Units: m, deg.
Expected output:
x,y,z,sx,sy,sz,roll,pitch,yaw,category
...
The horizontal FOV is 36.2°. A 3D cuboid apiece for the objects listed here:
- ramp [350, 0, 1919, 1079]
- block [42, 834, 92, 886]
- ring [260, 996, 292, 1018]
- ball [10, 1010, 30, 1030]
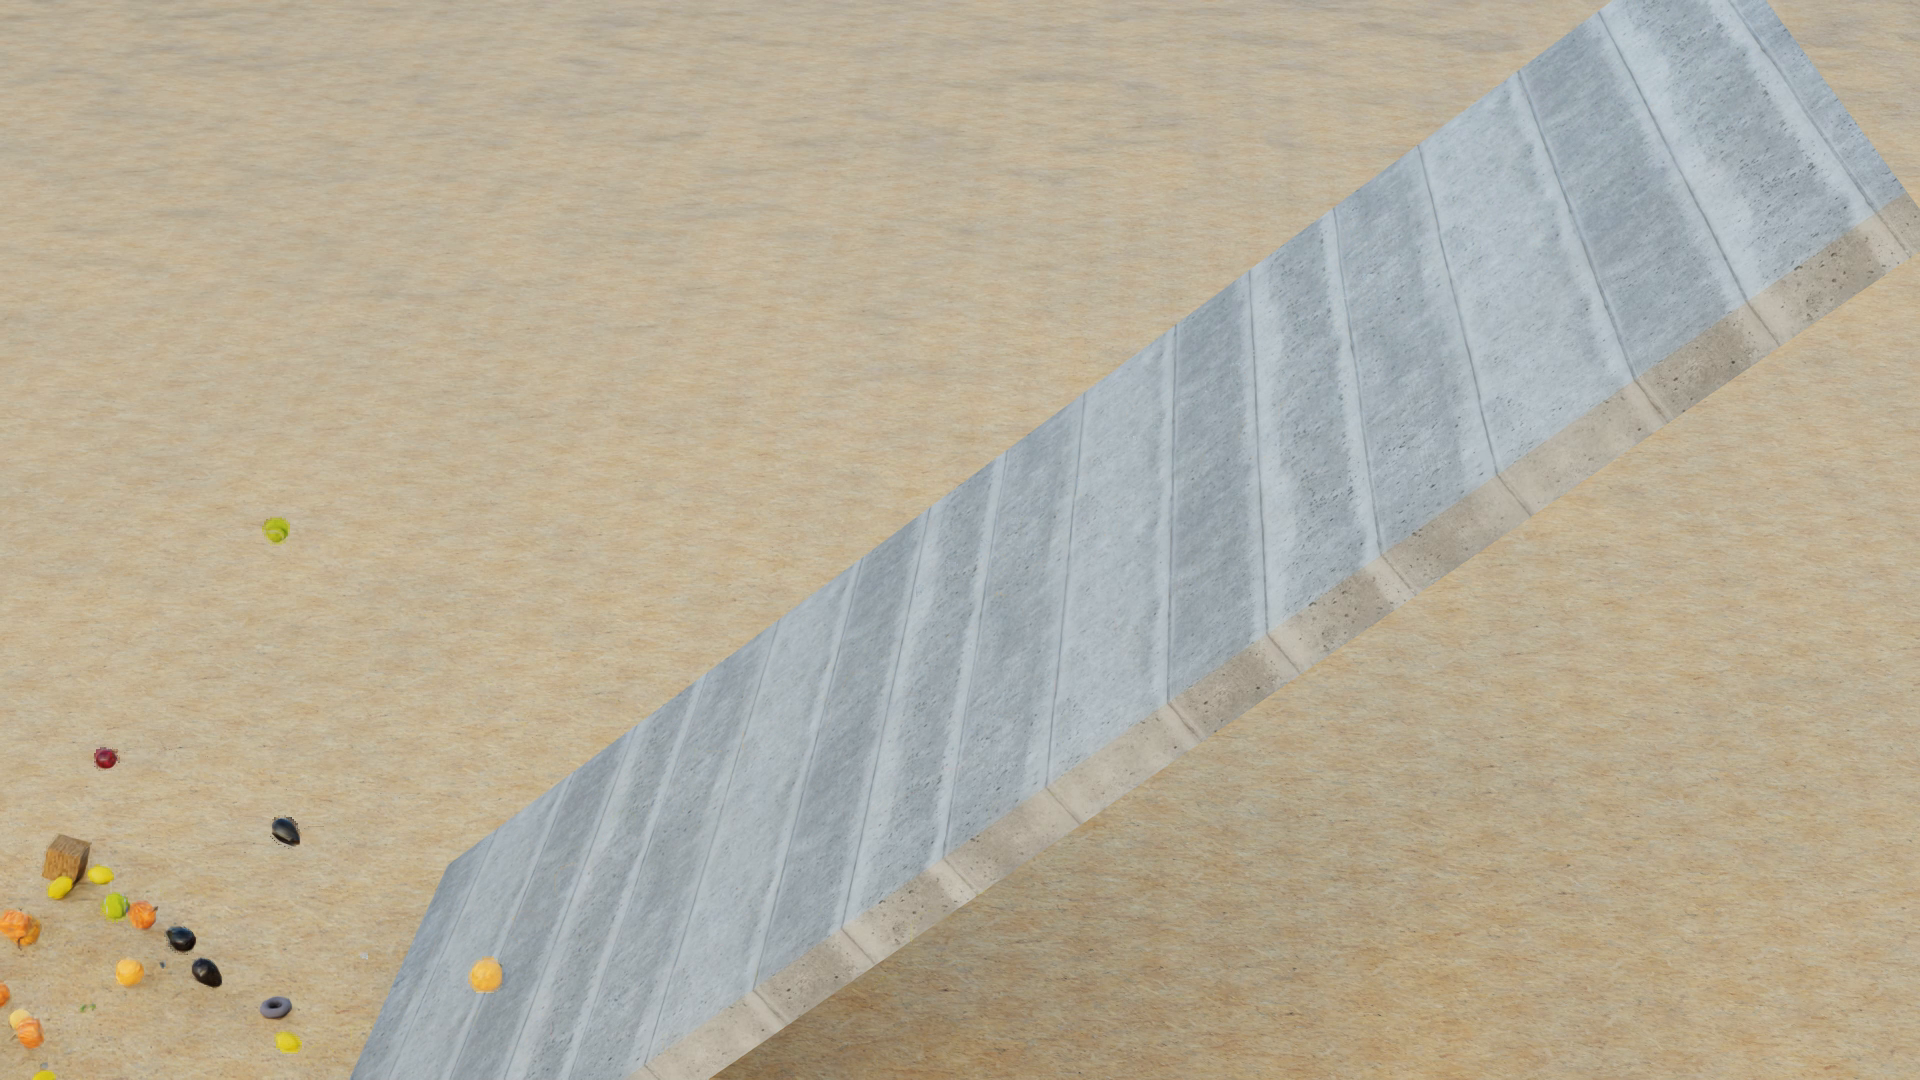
x,y,z,sx,sy,sz,roll,pitch,yaw,category
0.118,0.187,6.345,4.000,0.100,2.000,-36,16,18,ramp
-2.408,0.863,7.930,0.090,0.090,0.090,16,20,-3,block
-1.709,1.169,7.353,0.078,0.026,0.078,-1,25,0,ring
-2.327,1.187,7.281,0.051,0.051,0.051,0,24,0,ball
